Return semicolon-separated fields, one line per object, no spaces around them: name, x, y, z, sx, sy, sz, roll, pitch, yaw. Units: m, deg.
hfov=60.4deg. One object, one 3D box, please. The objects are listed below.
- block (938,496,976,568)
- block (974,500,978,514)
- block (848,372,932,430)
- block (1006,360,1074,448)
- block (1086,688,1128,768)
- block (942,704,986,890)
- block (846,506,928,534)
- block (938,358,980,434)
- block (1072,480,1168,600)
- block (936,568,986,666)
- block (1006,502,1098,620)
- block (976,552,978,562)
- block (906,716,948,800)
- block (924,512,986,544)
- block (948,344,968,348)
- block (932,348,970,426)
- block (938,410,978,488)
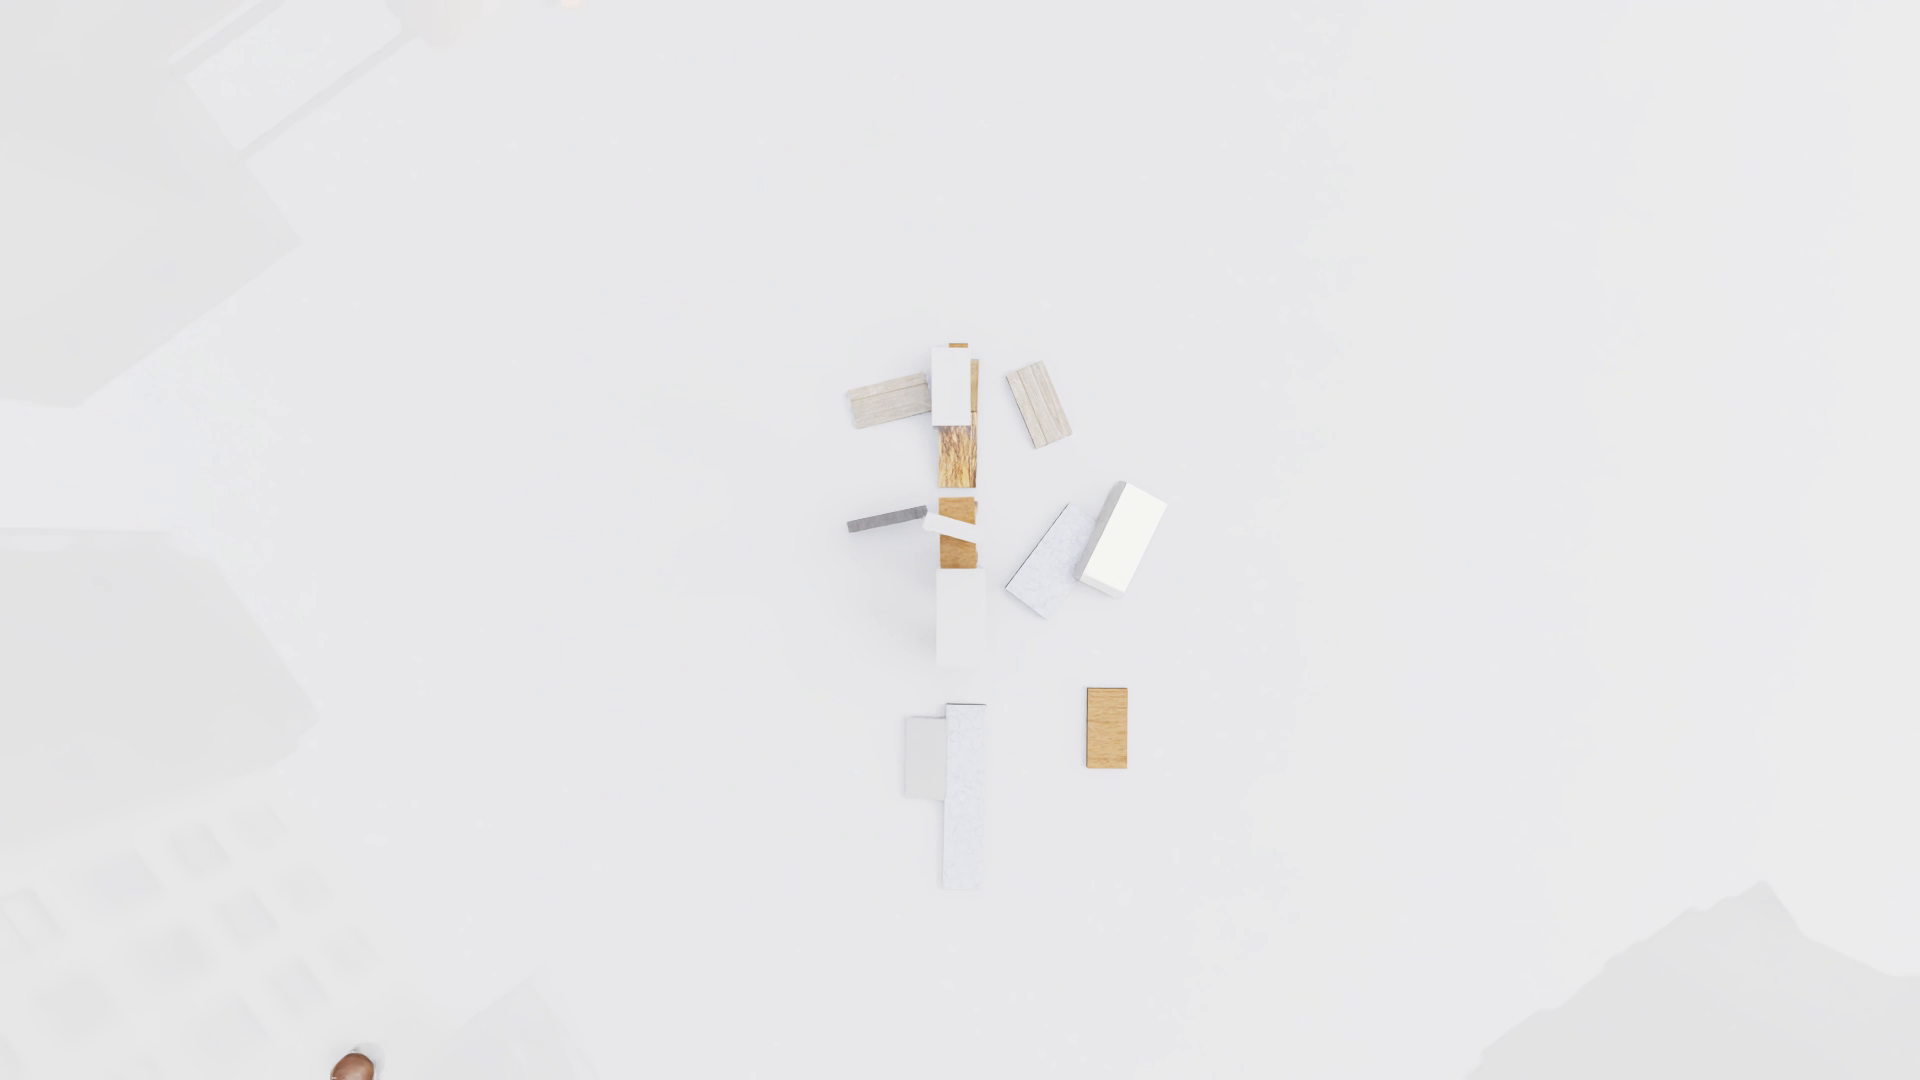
block;-0.008;-0.021;5.253;0.115;0.033;0.230;-2;90;0
block;0.000;-0.106;5.384;0.115;0.230;0.033;1;88;0
block;-0.229;-0.464;5.481;0.264;0.037;0.132;-14;89;0
block;0.263;-0.450;5.481;0.132;0.037;0.264;-23;90;0
block;0.489;0.625;5.481;0.132;0.037;0.265;0;90;0
block;0.016;0.852;5.481;0.132;0.037;0.611;1;90;0
block;-0.236;-0.069;5.434;0.264;0.132;0.037;-12;90;0
block;-0.005;-0.472;5.441;0.126;0.036;0.251;2;110;0
block;0.528;0.001;5.436;0.177;0.050;0.355;26;90;-28
block;0.002;0.242;5.175;0.152;0.043;0.303;0;90;0
block;0.328;0.071;5.475;0.177;0.050;0.355;37;90;0
block;0.000;0.053;5.385;0.115;0.230;0.033;2;91;0
block;-0.109;0.722;5.462;0.132;0.037;0.265;1;90;18
block;-0.017;-0.034;5.017;0.177;0.438;0.050;16;90;0
block;-0.005;-0.585;5.435;0.063;0.018;0.125;0;105;0
block;-0.029;-0.500;5.375;0.126;0.036;0.251;0;97;0
block;-0.006;-0.301;5.452;0.126;0.036;0.251;1;104;0
